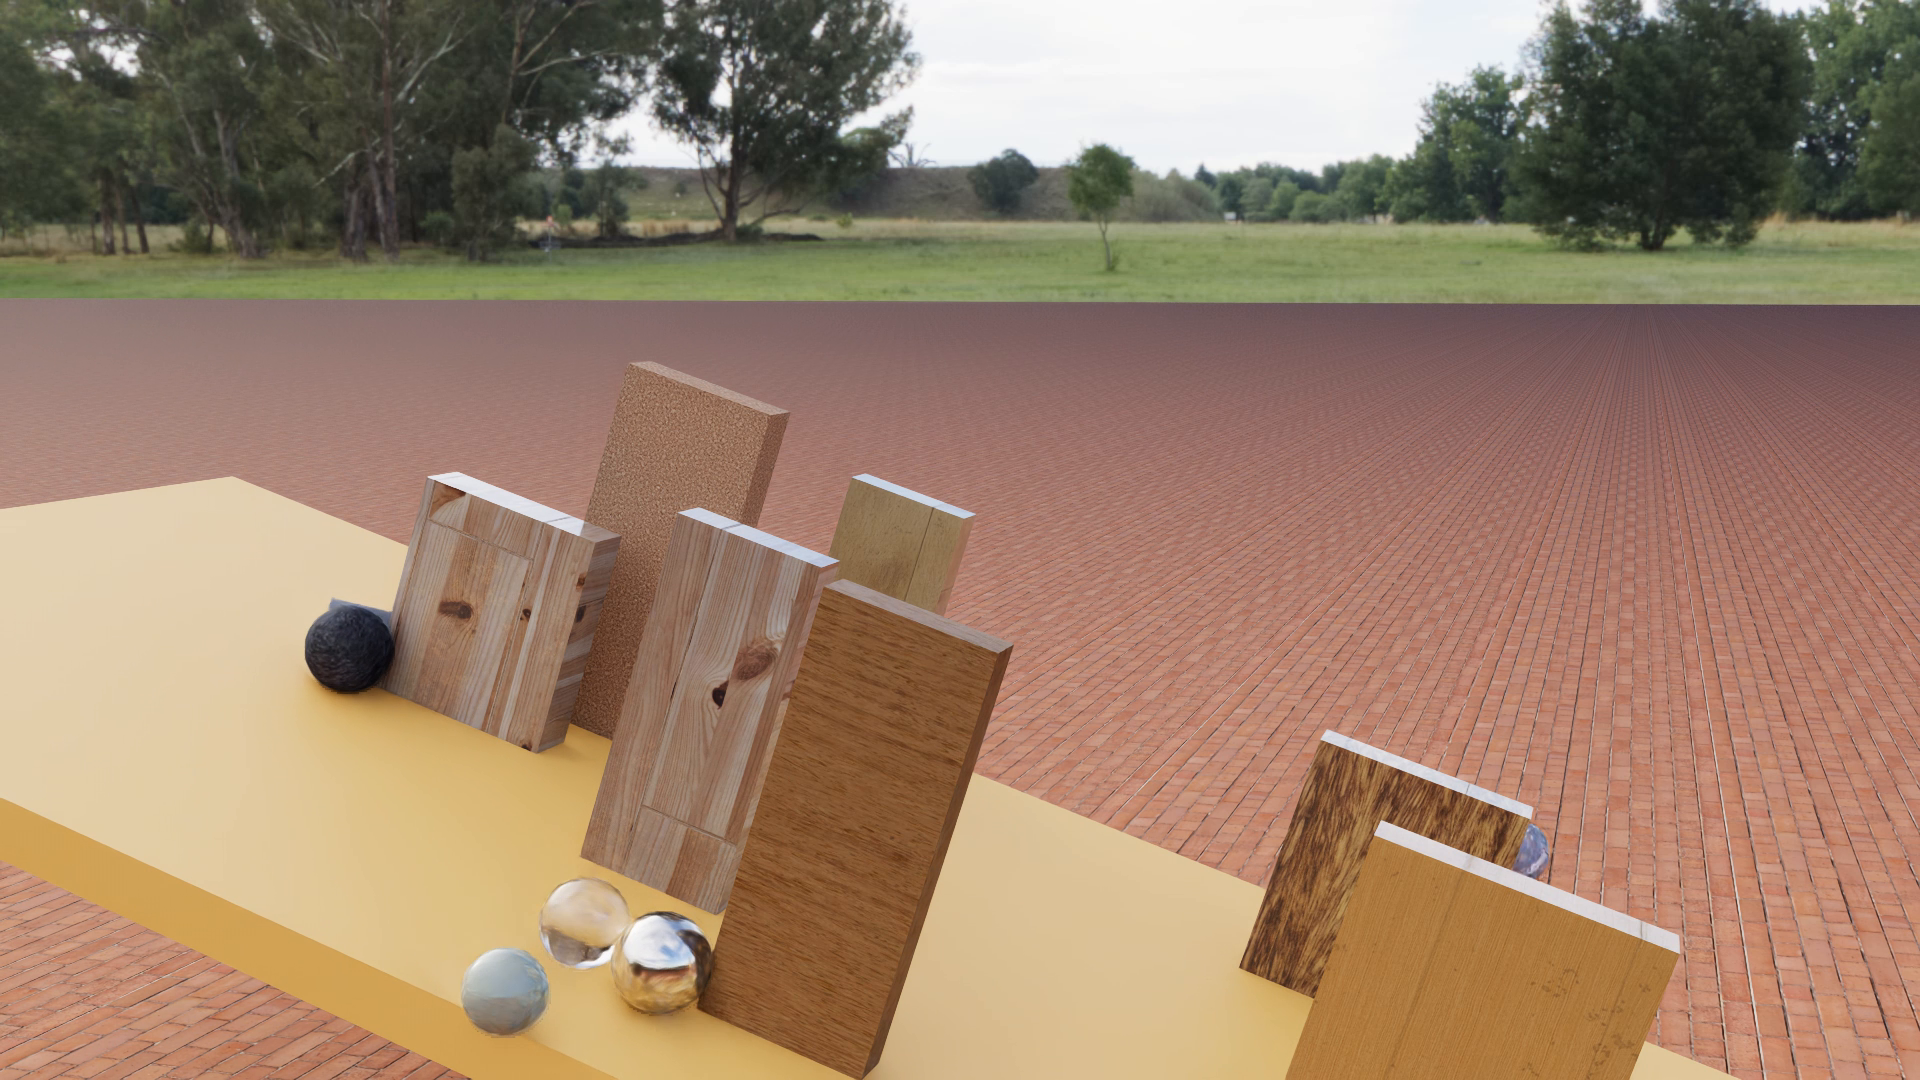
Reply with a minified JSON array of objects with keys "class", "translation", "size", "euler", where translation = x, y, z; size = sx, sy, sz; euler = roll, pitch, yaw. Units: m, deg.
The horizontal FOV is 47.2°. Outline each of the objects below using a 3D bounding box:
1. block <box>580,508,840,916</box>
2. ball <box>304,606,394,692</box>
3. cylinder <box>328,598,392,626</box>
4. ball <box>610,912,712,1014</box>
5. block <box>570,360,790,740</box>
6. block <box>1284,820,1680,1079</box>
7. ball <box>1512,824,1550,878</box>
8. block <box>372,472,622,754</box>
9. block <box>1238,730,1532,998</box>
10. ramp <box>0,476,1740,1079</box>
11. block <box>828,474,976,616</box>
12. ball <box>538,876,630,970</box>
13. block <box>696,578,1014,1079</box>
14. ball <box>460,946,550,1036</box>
[{"class":"block","translation":[-0.449,0.304,3.915],"size":[0.280,0.664,0.091],"euler":[20,12,14]},{"class":"ball","translation":[-1.224,0.218,4.403],"size":[0.172,0.172,0.172],"euler":[0,7,0]},{"class":"cylinder","translation":[-1.252,0.198,4.554],"size":[0.130,0.130,0.130],"euler":[15,3,-14]},{"class":"ball","translation":[-0.470,0.666,3.467],"size":[0.159,0.159,0.159],"euler":[0,7,0]},{"class":"block","translation":[-0.627,0.046,4.590],"size":[0.328,0.768,0.109],"euler":[20,12,14]},{"class":"block","translation":[0.683,0.809,3.130],"size":[0.432,0.706,0.087],"euler":[20,12,14]},{"class":"ball","translation":[1.699,0.949,6.702],"size":[0.191,0.191,0.191],"euler":[0,7,0]},{"class":"block","translation":[-0.940,0.144,4.459],"size":[0.388,0.453,0.119],"euler":[20,12,14]},{"class":"block","translation":[0.846,0.695,4.386],"size":[0.427,0.504,0.100],"euler":[20,12,14]},{"class":"ramp","translation":[-0.357,0.675,4.226],"size":[4.000,0.100,2.000],"euler":[20,12,14]},{"class":"block","translation":[-0.192,0.181,5.008],"size":[0.277,0.601,0.093],"euler":[20,12,14]},{"class":"ball","translation":[-0.602,0.614,3.524],"size":[0.147,0.147,0.147],"euler":[0,7,0]},{"class":"block","translation":[-0.170,0.456,3.461],"size":[0.294,0.729,0.088],"euler":[20,12,14]},{"class":"ball","translation":[-0.672,0.667,3.251],"size":[0.129,0.129,0.129],"euler":[0,7,0]}]
